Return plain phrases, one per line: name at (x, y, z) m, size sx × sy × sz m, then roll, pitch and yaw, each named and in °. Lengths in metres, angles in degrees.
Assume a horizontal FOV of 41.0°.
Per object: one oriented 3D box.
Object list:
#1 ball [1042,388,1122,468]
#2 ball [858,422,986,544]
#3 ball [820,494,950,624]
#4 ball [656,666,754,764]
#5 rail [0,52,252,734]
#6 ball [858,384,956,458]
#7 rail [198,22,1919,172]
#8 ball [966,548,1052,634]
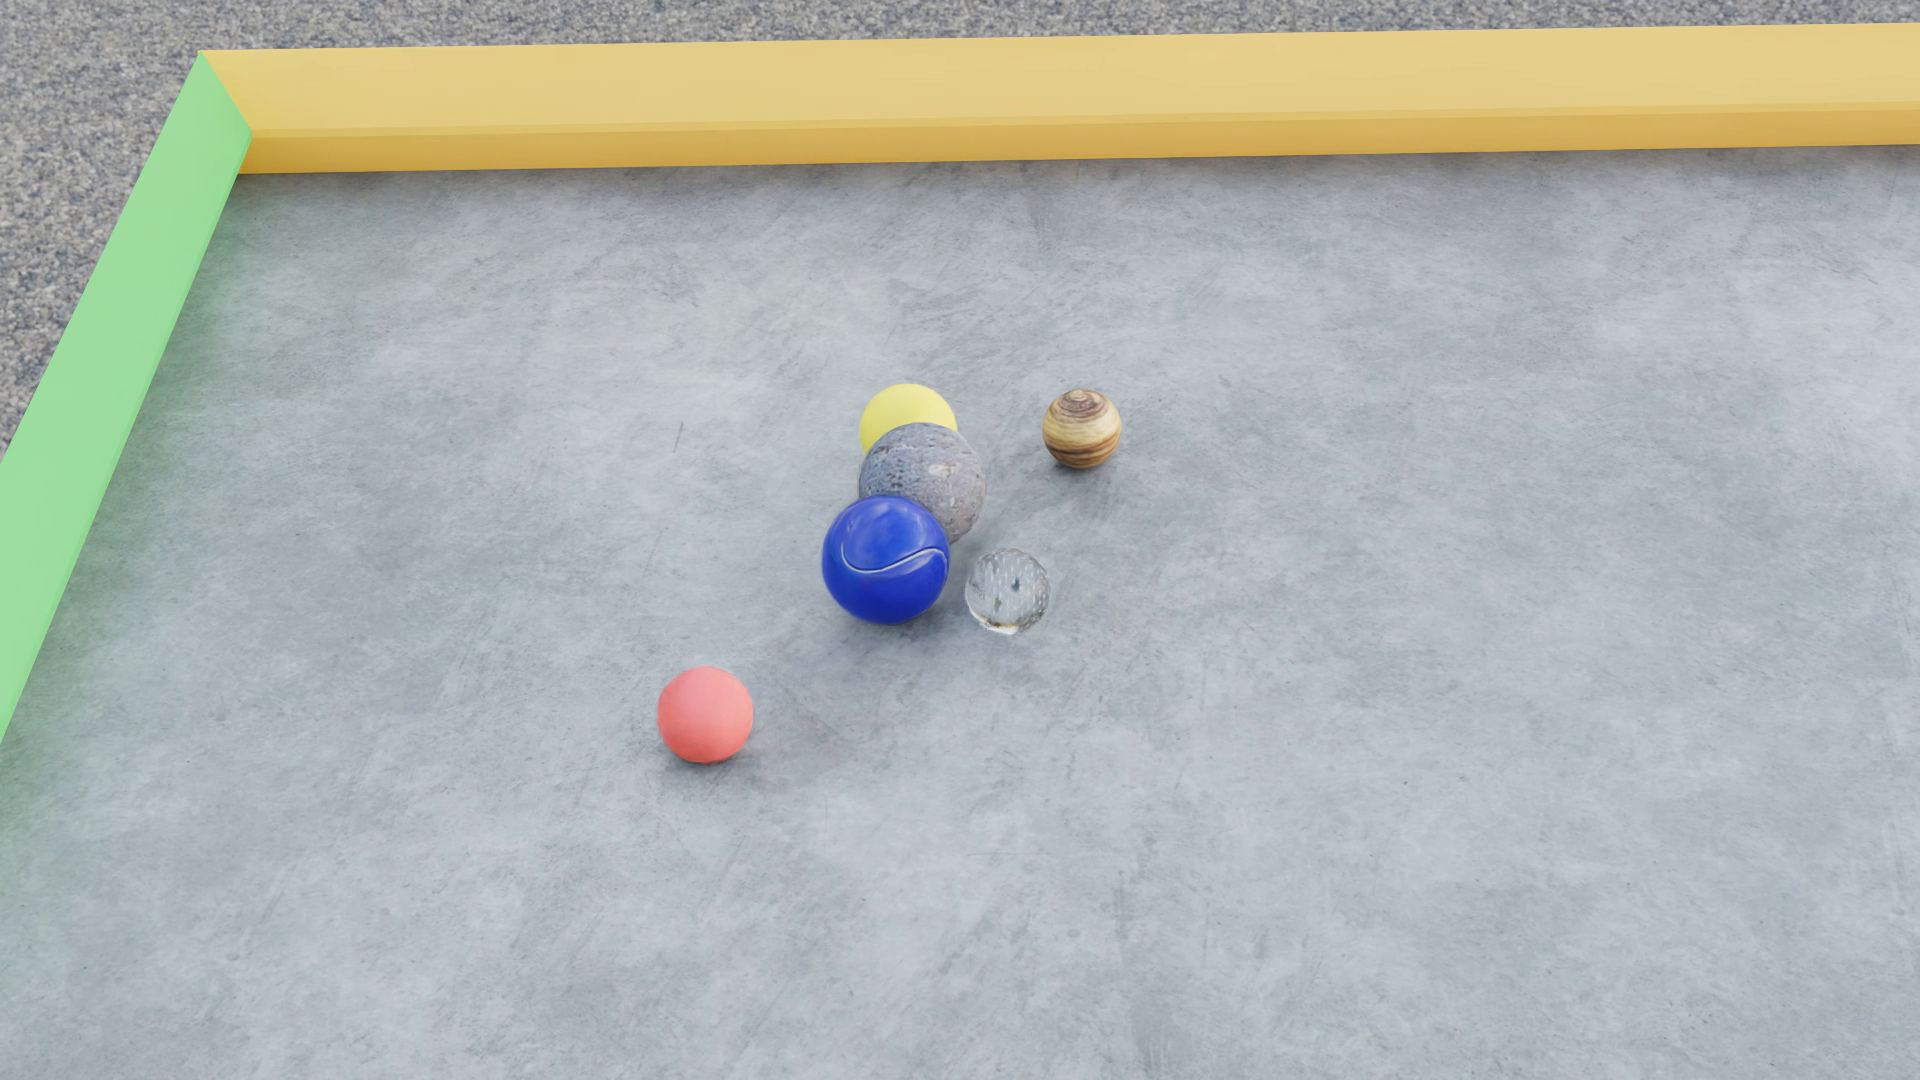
ball at (0.092, -0.084, 1.939) m, size 0.060 × 0.060 × 0.060 m, roll 0°, pitch 35°, yaw 0°
ball at (-0.027, -0.039, 1.846) m, size 0.092 × 0.092 × 0.092 m, roll 0°, pitch 35°, yaw 0°
ball at (-0.052, 0.013, 1.775) m, size 0.090 × 0.090 × 0.090 m, roll 0°, pitch 35°, yaw 0°
ball at (-0.165, 0.113, 1.658) m, size 0.063 × 0.063 × 0.063 m, roll 0°, pitch 35°, yaw 0°
rail at (-0.627, -0.005, 1.773) m, size 0.045 × 0.120 × 1.325 m, roll -1°, pitch 35°, yaw -2°
ball at (-0.039, -0.080, 1.922) m, size 0.074 × 0.074 × 0.074 m, roll 0°, pitch 35°, yaw 0°
rail at (0.626, -0.401, 2.335) m, size 2.605 × 0.120 × 0.045 m, roll -1°, pitch 35°, yaw -2°
ball at (0.033, 0.035, 1.771) m, size 0.059 × 0.059 × 0.059 m, roll 0°, pitch 35°, yaw 0°
